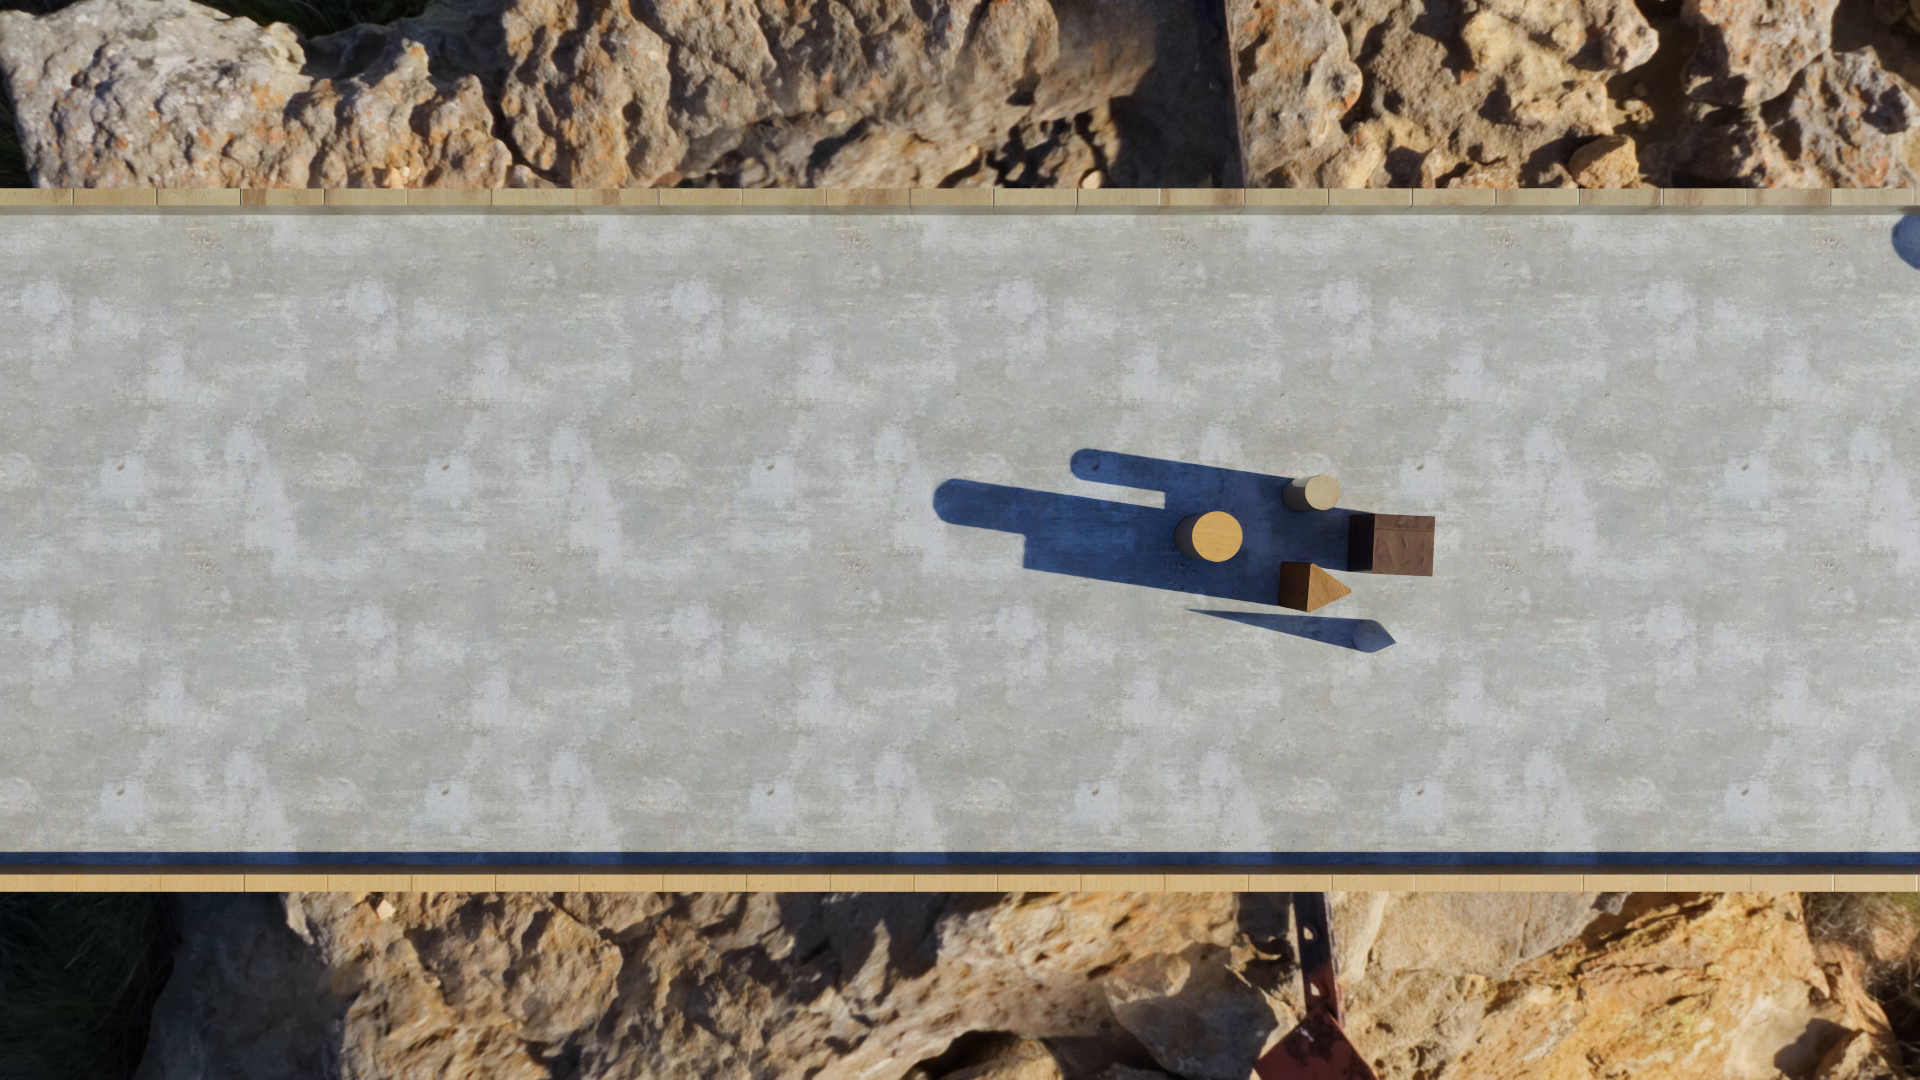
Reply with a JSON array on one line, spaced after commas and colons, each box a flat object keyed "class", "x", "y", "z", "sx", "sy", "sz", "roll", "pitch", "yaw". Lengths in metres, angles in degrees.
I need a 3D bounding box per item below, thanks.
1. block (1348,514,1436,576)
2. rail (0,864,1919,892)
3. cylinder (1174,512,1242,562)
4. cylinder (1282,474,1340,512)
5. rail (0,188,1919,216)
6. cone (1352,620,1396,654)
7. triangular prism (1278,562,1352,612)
[{"class": "block", "x": 1.283, "y": 0.015, "z": 4.922, "sx": 0.175, "sy": 0.308, "sz": 0.175, "roll": 3, "pitch": 90, "yaw": 0}, {"class": "rail", "x": -2.247, "y": 1.025, "z": 5.001, "sx": 12.000, "sy": 0.150, "sz": 0.050, "roll": 0, "pitch": 90, "yaw": 0}, {"class": "cylinder", "x": 0.729, "y": -0.010, "z": 4.876, "sx": 0.142, "sy": 0.402, "sz": 0.142, "roll": 0, "pitch": 90, "yaw": 0}, {"class": "cylinder", "x": 1.039, "y": -0.137, "z": 4.900, "sx": 0.101, "sy": 0.352, "sz": 0.101, "roll": 0, "pitch": 90, "yaw": 0}, {"class": "rail", "x": -2.247, "y": -1.025, "z": 5.002, "sx": 12.000, "sy": 0.150, "sz": 0.050, "roll": 0, "pitch": 90, "yaw": 0}, {"class": "cone", "x": 1.261, "y": 0.296, "z": 4.918, "sx": 0.103, "sy": 0.316, "sz": 0.103, "roll": 0, "pitch": 90, "yaw": 0}, {"class": "triangular prism", "x": 1.018, "y": 0.120, "z": 4.864, "sx": 0.137, "sy": 0.426, "sz": 0.119, "roll": -25, "pitch": 90, "yaw": 0}]
